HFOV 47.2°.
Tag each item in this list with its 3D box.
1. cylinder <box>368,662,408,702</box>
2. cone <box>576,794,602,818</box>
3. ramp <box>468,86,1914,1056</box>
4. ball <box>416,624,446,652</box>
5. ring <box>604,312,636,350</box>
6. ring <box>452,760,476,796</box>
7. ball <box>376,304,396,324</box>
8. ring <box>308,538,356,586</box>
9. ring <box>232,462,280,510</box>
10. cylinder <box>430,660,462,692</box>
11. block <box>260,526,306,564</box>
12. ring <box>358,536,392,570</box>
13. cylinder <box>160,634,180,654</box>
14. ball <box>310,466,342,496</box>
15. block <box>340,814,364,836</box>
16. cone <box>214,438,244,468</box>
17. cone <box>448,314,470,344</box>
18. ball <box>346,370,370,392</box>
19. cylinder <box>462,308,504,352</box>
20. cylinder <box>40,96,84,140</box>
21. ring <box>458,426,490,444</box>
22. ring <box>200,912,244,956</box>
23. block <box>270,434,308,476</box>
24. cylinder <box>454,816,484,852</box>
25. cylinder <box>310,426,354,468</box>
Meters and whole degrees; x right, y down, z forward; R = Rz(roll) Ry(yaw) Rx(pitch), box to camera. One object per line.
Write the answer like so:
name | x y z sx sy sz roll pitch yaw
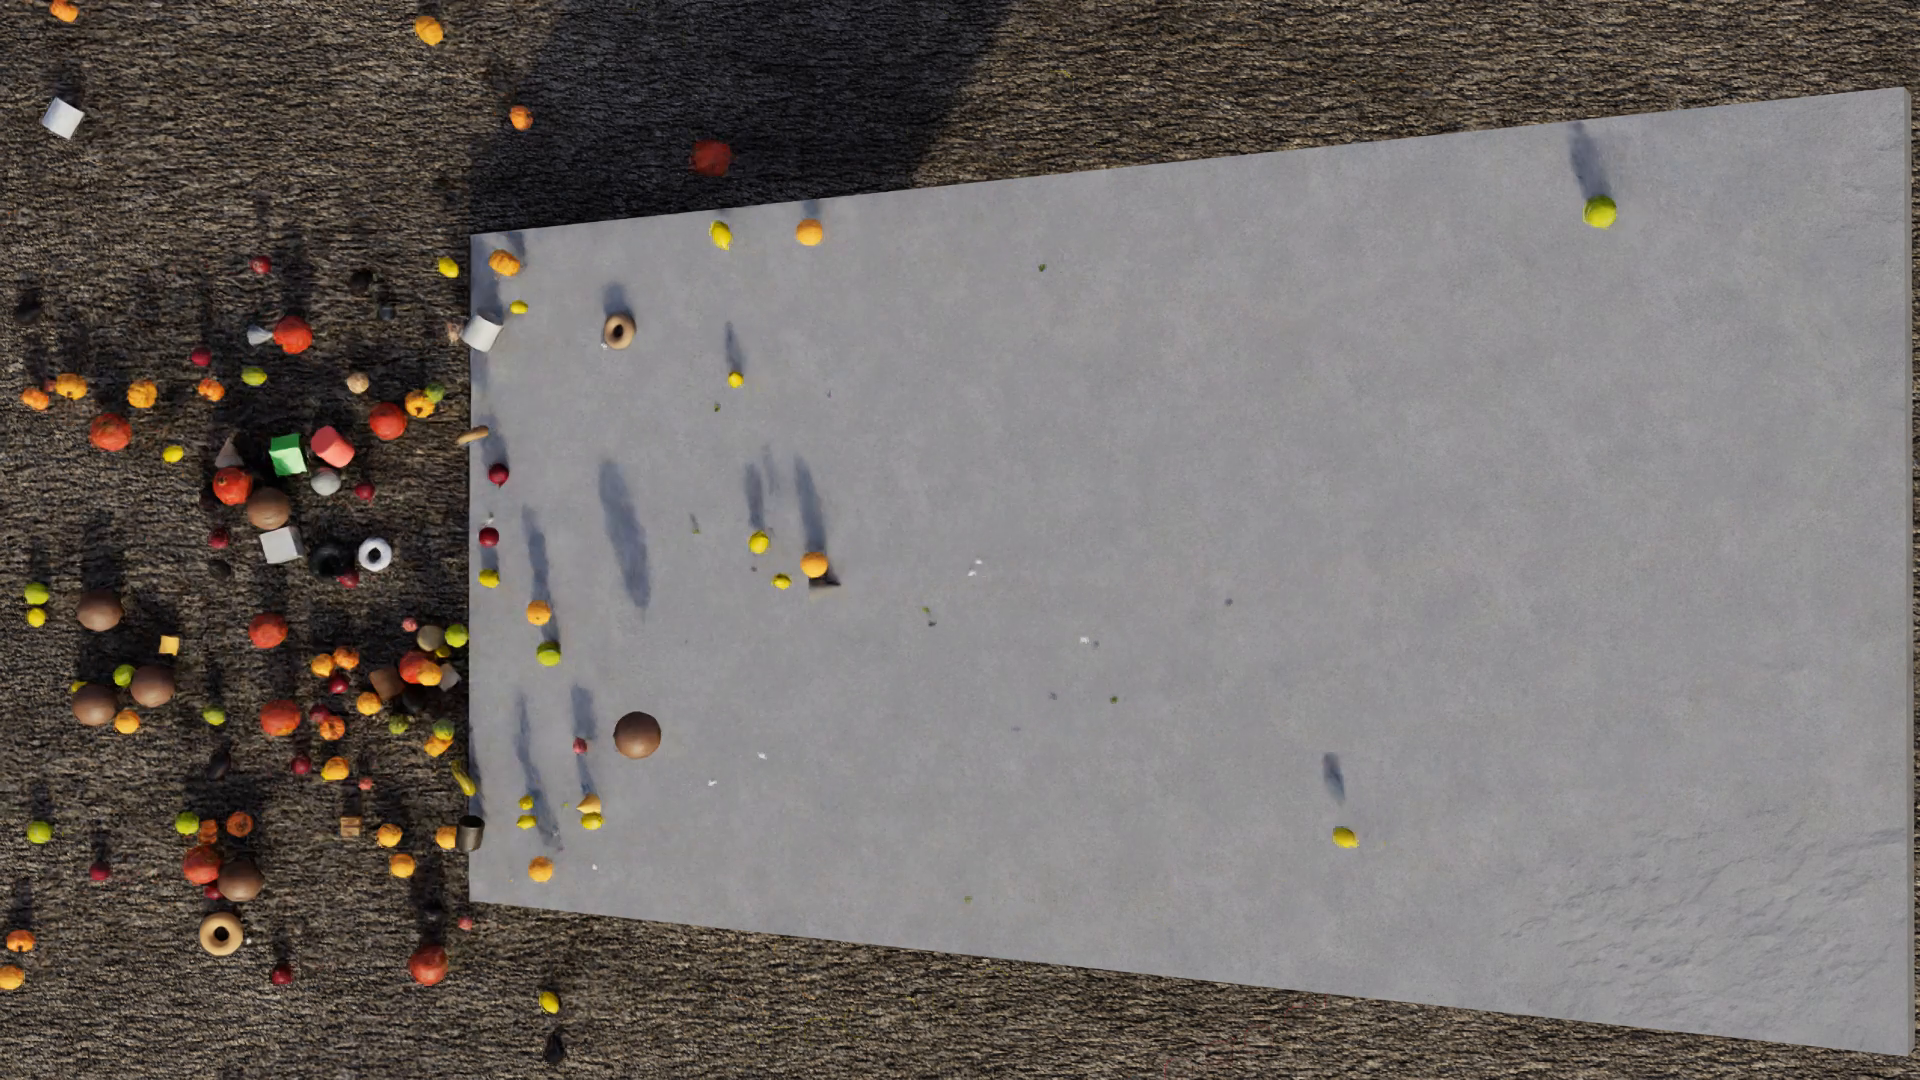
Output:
cylinder | -1.728 0.428 6.640 0.088 0.088 0.088 -31 88 0
cone | -1.081 0.766 6.320 0.070 0.070 0.070 0 89 31
ramp | 0.265 0.073 5.613 4.000 0.100 2.000 0 89 31
ball | -1.592 0.293 6.614 0.084 0.084 0.084 0 89 0
ring | -0.974 -0.598 6.289 0.106 0.035 0.106 1 91 31
ring | -1.477 0.709 6.544 0.039 0.117 0.117 -27 90 -17
ball | -1.738 -0.685 6.667 0.059 0.059 0.059 0 89 0
ring | -1.906 0.067 6.666 0.143 0.048 0.143 0 89 -1
ring | -2.135 -0.162 6.668 0.147 0.049 0.147 0 89 -1
cylinder | -1.540 0.408 6.589 0.068 0.068 0.068 -35 98 0
block | -2.046 0.016 6.644 0.092 0.092 0.092 -17 89 0
ring | -1.775 0.042 6.673 0.104 0.035 0.104 0 90 -1
cylinder | -2.394 0.317 6.657 0.052 0.052 0.052 9 91 0
ball | -1.917 -0.181 6.646 0.091 0.091 0.091 0 89 0
block | -1.840 0.863 6.655 0.055 0.055 0.055 1 89 0
cone | -2.193 -0.271 6.597 0.087 0.087 0.087 6 114 0
cone | -1.476 -0.637 6.589 0.092 0.092 0.092 -5 89 4
ball | -1.823 -0.479 6.661 0.067 0.067 0.067 0 89 0
cylinder | -1.417 -0.623 6.522 0.092 0.092 0.092 32 106 0
cylinder | -2.712 -1.277 6.647 0.093 0.093 0.093 31 93 0
ring | -1.434 -0.311 6.480 0.098 0.098 0.033 -18 98 0
ring | -2.236 1.191 6.657 0.134 0.045 0.134 0 91 0
block | -2.018 -0.256 6.609 0.087 0.087 0.087 -11 123 -8
cylinder | -1.456 0.871 6.532 0.077 0.077 0.077 13 109 0
cylinder | -1.891 -0.280 6.628 0.093 0.093 0.093 -10 61 19
